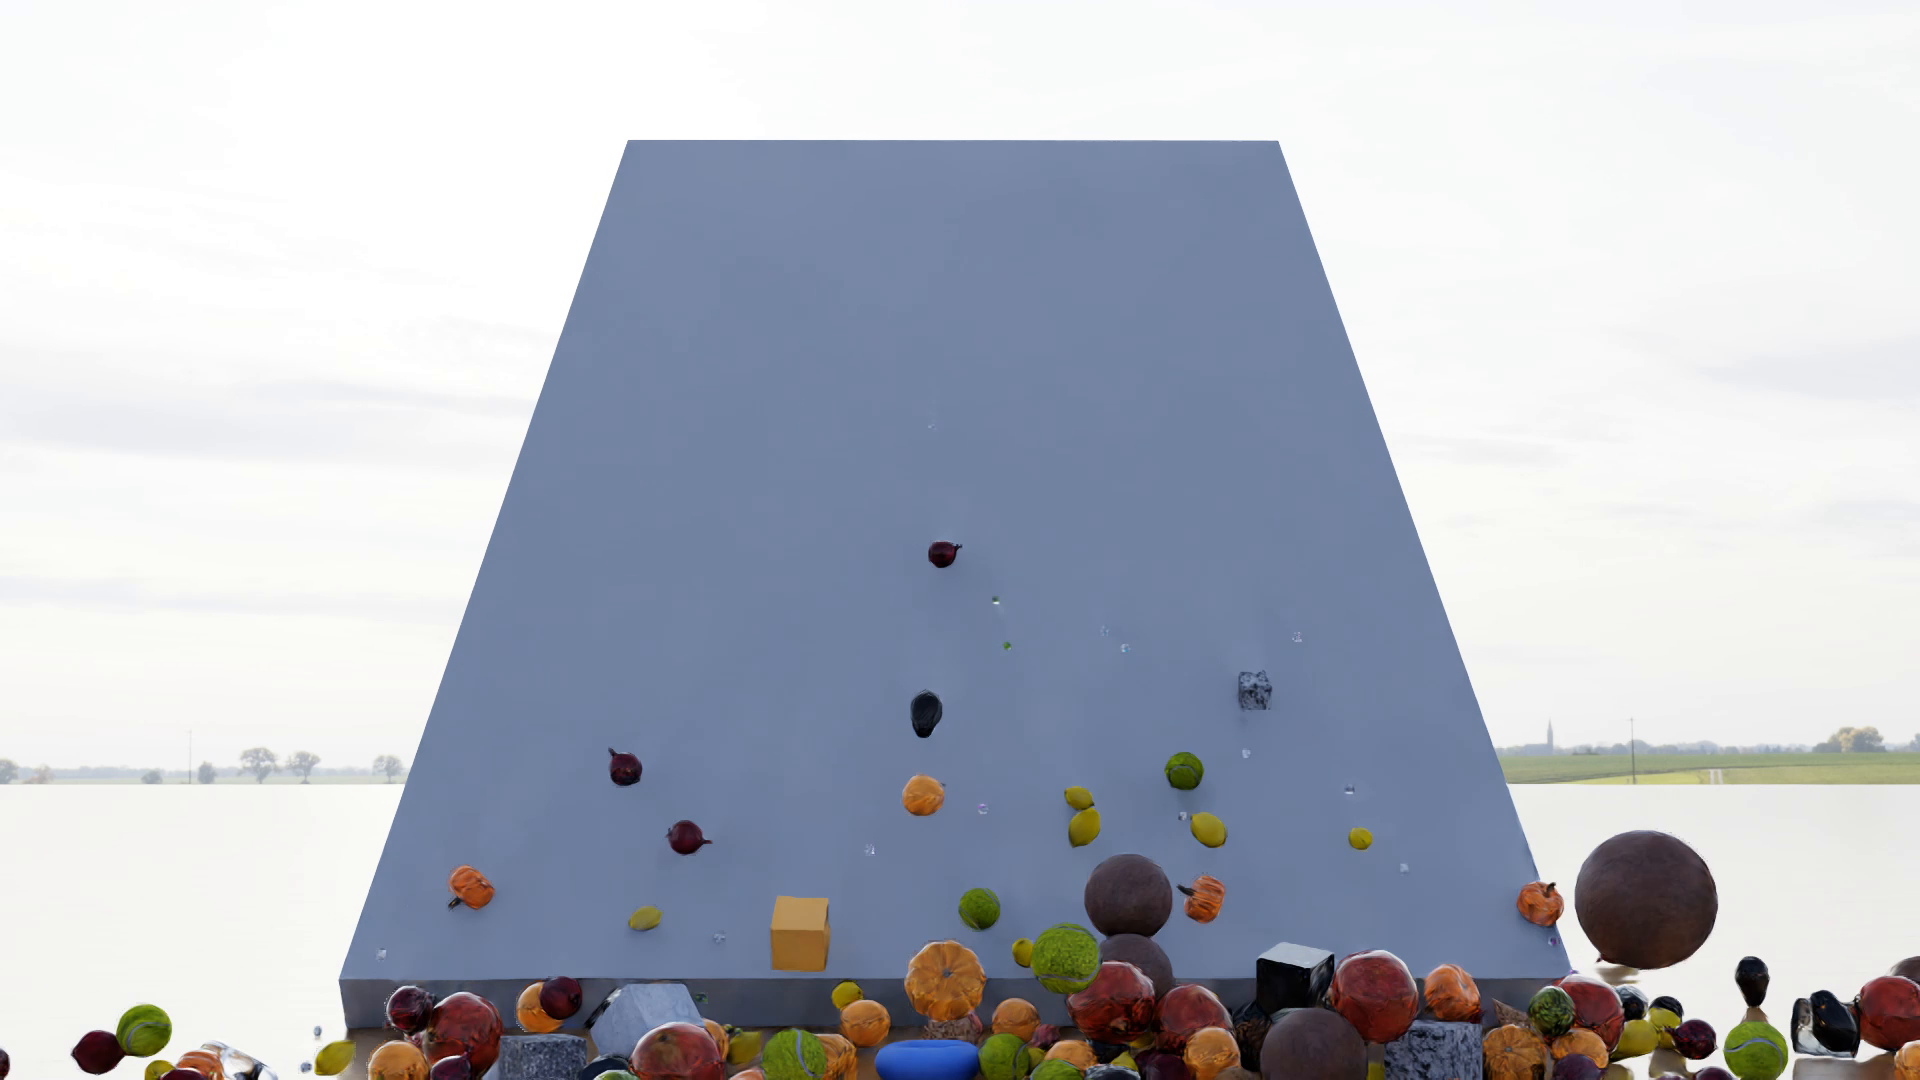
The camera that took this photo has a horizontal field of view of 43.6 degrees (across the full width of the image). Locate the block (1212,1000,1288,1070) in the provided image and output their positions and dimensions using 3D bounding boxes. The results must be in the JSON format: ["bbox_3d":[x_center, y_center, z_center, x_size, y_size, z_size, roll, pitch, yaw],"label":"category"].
[{"bbox_3d":[0.396,0.676,3.278,0.066,0.066,0.066,-38,-8,-8],"label":"block"}]

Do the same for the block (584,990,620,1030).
[{"bbox_3d":[-0.499,0.691,3.465,0.053,0.053,0.053,41,11,5],"label":"block"}]

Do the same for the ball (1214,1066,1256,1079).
[{"bbox_3d":[0.333,0.667,2.910,0.056,0.056,0.056,0,-6,0],"label":"ball"}]

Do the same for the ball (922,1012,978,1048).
[{"bbox_3d":[-0.014,0.701,3.361,0.079,0.079,0.079,0,-6,0],"label":"ball"}]

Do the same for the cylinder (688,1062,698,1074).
[{"bbox_3d":[-0.375,0.682,3.214,0.053,0.053,0.053,1,-36,-11],"label":"cylinder"}]

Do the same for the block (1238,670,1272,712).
[{"bbox_3d":[0.562,0.288,4.585,0.055,0.055,0.055,-1,29,-2],"label":"block"}]

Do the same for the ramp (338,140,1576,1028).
[{"bbox_3d":[-0.012,-0.217,5.653,2.000,0.100,4.000,0,29,0],"label":"ramp"}]

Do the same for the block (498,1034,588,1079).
[{"bbox_3d":[-0.519,0.662,2.989,0.082,0.082,0.082,4,-7,-32],"label":"block"}]

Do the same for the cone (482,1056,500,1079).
[{"bbox_3d":[-0.601,0.696,3.075,0.059,0.059,0.059,-26,1,-15],"label":"cone"}]

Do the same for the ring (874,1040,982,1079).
[{"bbox_3d":[-0.042,0.704,3.238,0.146,0.049,0.146,-1,-5,0],"label":"ring"}]

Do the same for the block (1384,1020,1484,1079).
[{"bbox_3d":[0.602,0.663,3.051,0.093,0.093,0.093,-4,-7,35],"label":"block"}]

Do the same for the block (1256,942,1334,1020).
[{"bbox_3d":[0.505,0.666,3.617,0.086,0.086,0.086,7,11,32],"label":"block"}]

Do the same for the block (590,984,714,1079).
[{"bbox_3d":[-0.402,0.646,3.123,0.096,0.096,0.096,10,-52,-47],"label":"block"}]

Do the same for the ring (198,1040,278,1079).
[{"bbox_3d":[-0.925,0.675,3.077,0.109,0.036,0.109,25,-20,10],"label":"ring"}]

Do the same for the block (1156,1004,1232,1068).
[{"bbox_3d":[0.334,0.706,3.419,0.080,0.080,0.080,2,-6,-20],"label":"block"}]

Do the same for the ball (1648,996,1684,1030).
[{"bbox_3d":[1.141,0.764,3.881,0.055,0.055,0.055,0,-6,0],"label":"ball"}]

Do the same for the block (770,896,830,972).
[{"bbox_3d":[-0.260,0.642,3.910,0.085,0.085,0.085,2,29,3],"label":"block"}]

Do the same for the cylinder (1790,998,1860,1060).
[{"bbox_3d":[1.262,0.711,3.498,0.081,0.081,0.081,-1,-5,31],"label":"cylinder"}]

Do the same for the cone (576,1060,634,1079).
[{"bbox_3d":[-0.431,0.679,2.913,0.073,0.073,0.073,1,-32,-8],"label":"cone"}]

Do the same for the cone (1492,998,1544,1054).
[{"bbox_3d":[0.799,0.696,3.497,0.072,0.072,0.072,-37,-14,-11],"label":"cone"}]
